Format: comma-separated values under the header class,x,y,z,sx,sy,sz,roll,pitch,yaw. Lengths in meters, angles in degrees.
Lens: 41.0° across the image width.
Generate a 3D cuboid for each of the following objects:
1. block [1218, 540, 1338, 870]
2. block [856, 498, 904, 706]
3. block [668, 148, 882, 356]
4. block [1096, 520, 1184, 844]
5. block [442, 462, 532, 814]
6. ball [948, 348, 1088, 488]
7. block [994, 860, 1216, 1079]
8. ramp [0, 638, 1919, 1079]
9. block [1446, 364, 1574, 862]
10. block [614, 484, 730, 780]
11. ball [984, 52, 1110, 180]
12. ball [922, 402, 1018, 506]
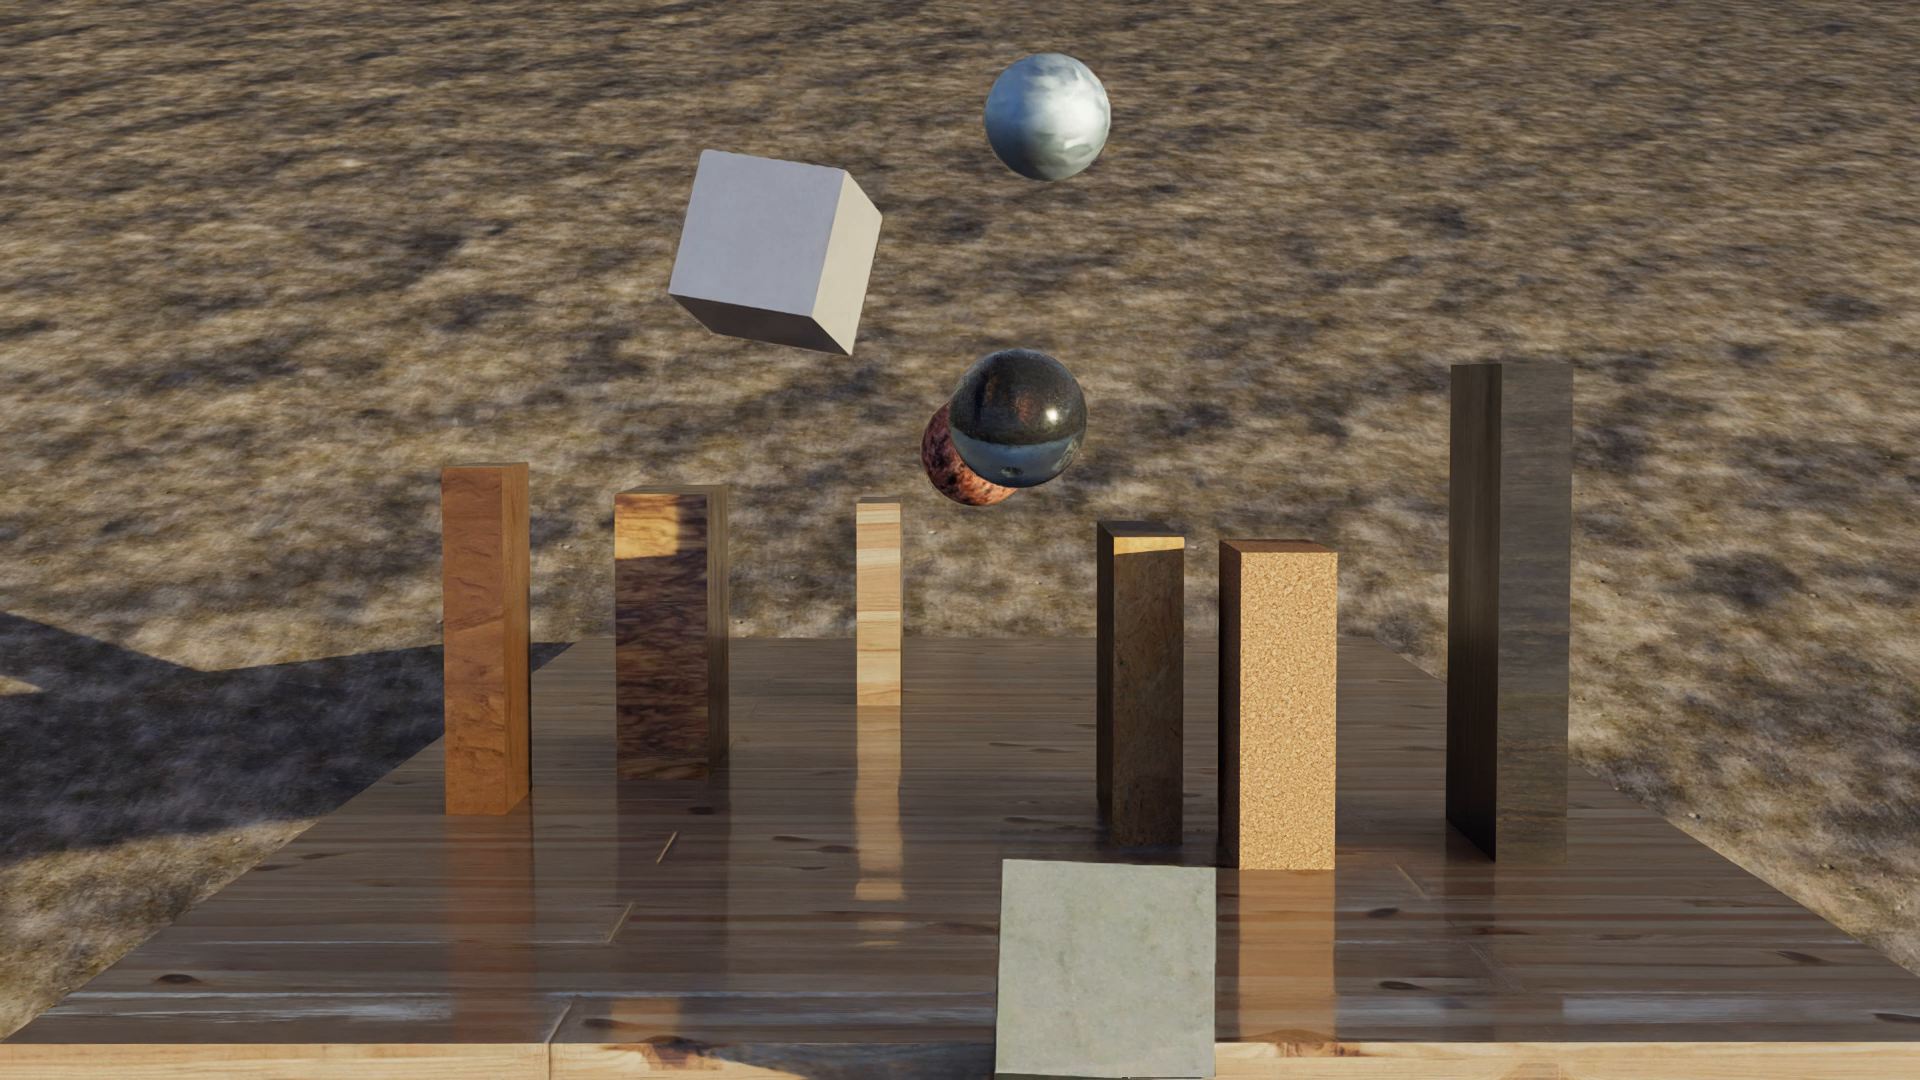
class,x,y,z,sx,sy,sz,roll,pitch,yaw
block,0.437,0.220,3.563,0.127,0.425,0.287,0,4,0
block,-0.164,0.121,5.297,0.087,0.406,0.282,0,4,0
block,-0.177,-0.279,2.502,0.146,0.146,0.146,10,-8,14
block,0.264,0.200,3.814,0.098,0.434,0.425,0,4,0
block,-0.730,0.145,3.975,0.090,0.523,0.245,0,4,0
ball,0.052,-0.109,2.308,0.126,0.126,0.126,0,20,0
block,0.135,0.431,2.454,0.199,0.199,0.199,2,-22,1
ramp,0.047,0.422,4.534,2.000,0.100,4.000,0,4,0
block,0.773,0.089,3.633,0.096,0.675,0.353,0,4,0
block,-0.487,0.147,4.384,0.150,0.468,0.390,0,4,0
ball,0.092,-0.445,2.702,0.133,0.133,0.133,0,20,0
ball,0.019,-0.097,2.769,0.121,0.121,0.121,0,20,0
